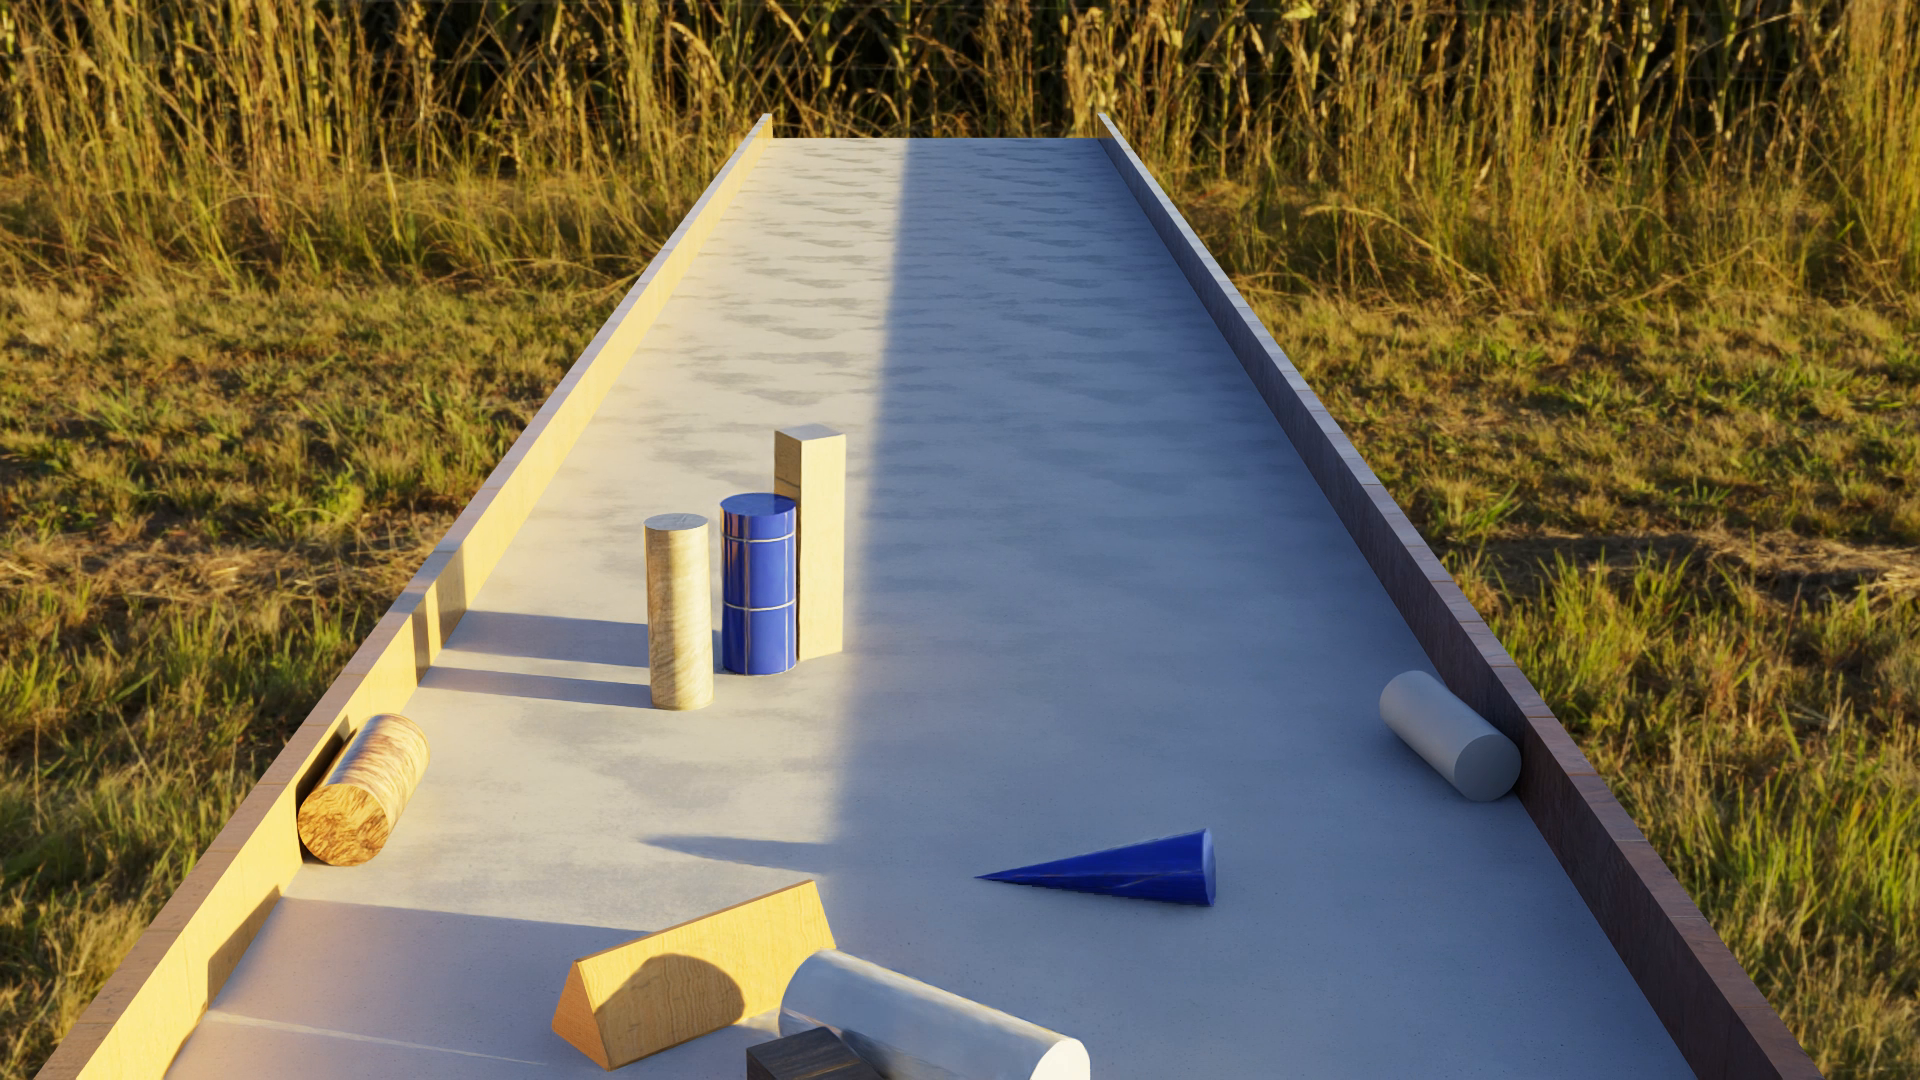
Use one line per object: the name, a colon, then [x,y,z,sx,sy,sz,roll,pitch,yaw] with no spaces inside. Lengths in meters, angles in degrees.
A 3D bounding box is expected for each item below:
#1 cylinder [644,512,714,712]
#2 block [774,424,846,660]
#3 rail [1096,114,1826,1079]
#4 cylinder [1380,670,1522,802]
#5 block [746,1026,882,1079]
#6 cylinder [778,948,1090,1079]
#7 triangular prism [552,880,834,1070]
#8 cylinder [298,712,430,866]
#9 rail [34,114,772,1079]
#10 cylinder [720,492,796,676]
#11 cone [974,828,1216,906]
cylinder: [-0.530,0.136,4.150,0.120,0.354,0.120,0,17,0]
block: [-0.303,0.004,4.405,0.101,0.456,0.101,-11,22,-35]
rail: [0.932,-0.844,7.801,0.050,0.150,12.000,0,17,-1]
cylinder: [0.858,0.341,3.866,0.123,0.123,0.322,-4,17,-12]
block: [-0.103,0.729,2.581,0.110,0.110,0.449,-10,19,-29]
cylinder: [-0.037,0.646,2.795,0.389,0.147,0.147,12,21,36]
triangular prism: [-0.359,0.581,3.034,0.386,0.130,0.150,-13,21,-38]
cylinder: [-0.975,0.406,3.614,0.142,0.142,0.308,0,17,-1]
rail: [-1.118,-0.838,7.780,0.050,0.150,12.000,0,17,-1]
cylinder: [-0.397,0.087,4.338,0.147,0.333,0.147,1,19,0]
cone: [0.200,0.513,3.399,0.375,0.116,0.116,-5,15,15]
